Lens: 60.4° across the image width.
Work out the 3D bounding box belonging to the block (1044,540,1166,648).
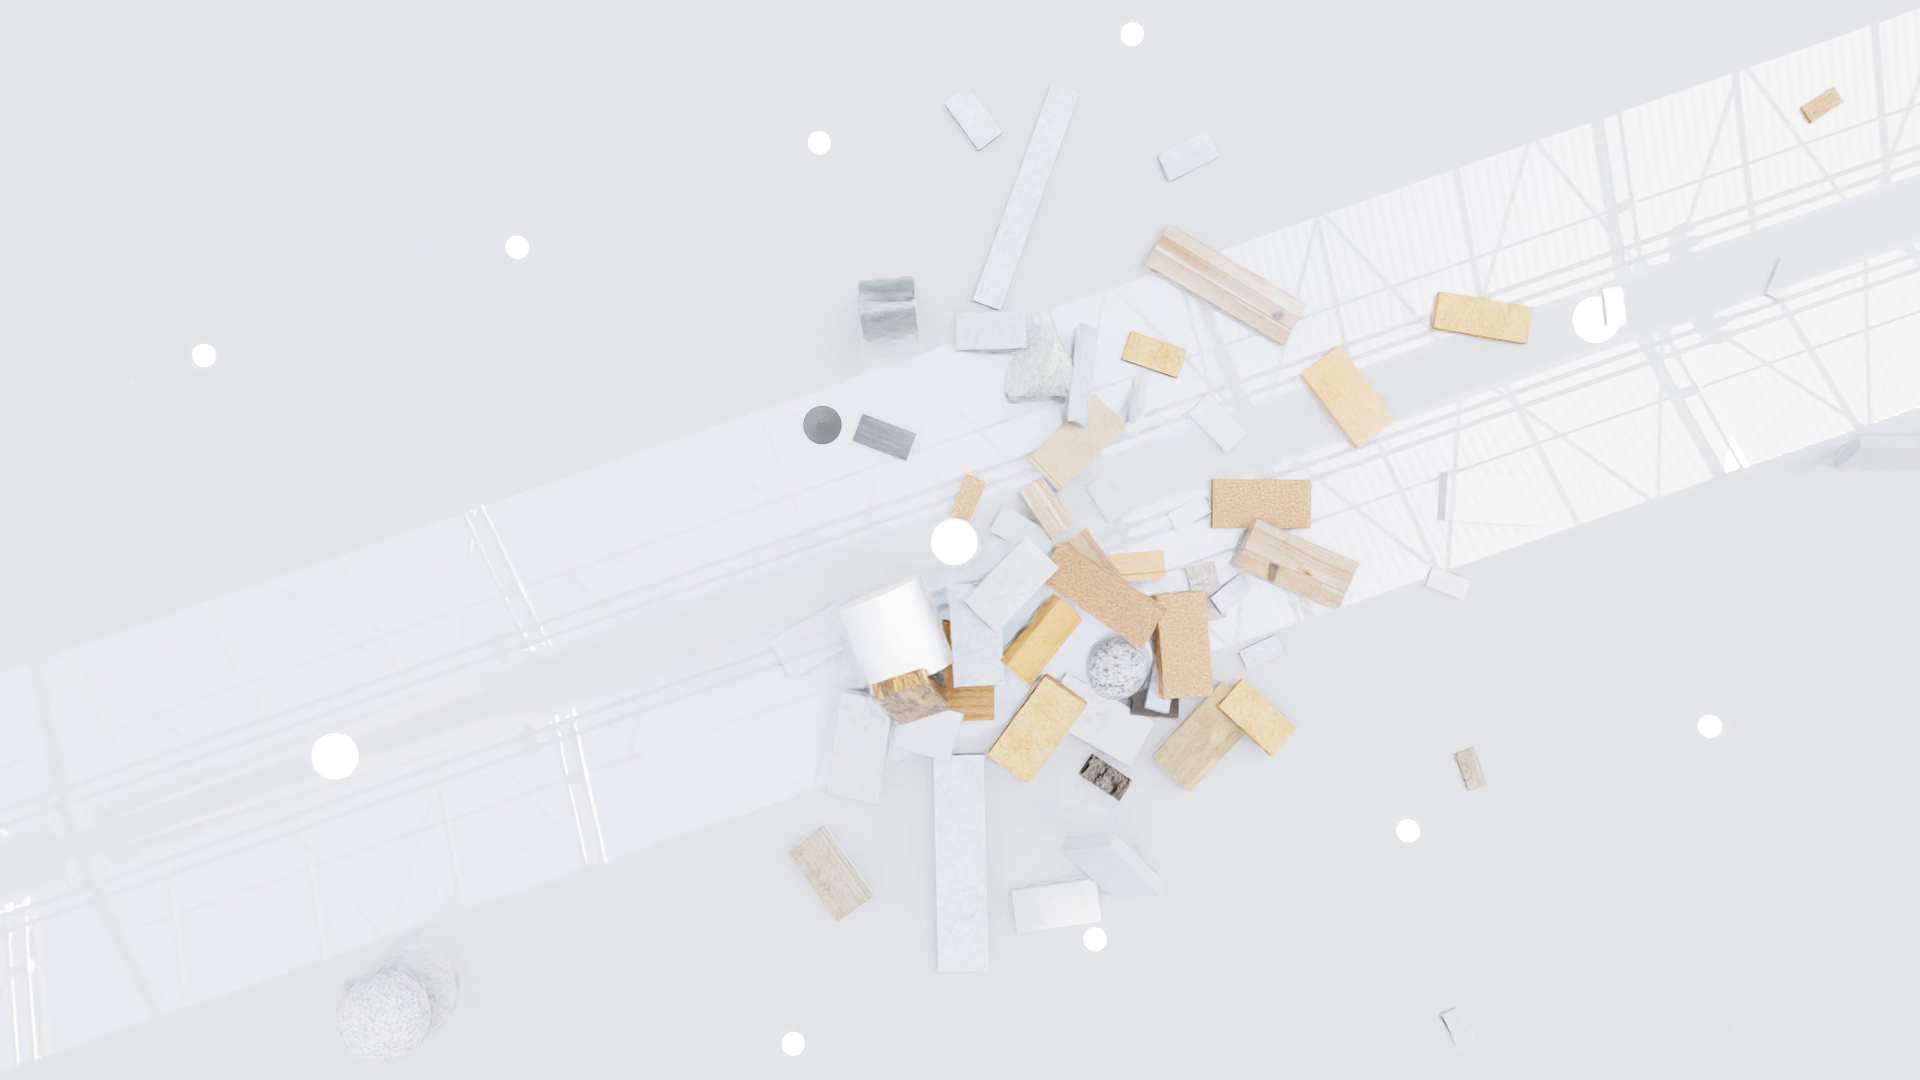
[{"bbox_3d":[0.466,0.178,5.415,0.409,0.042,0.148,34,110,11],"label":"block"}]

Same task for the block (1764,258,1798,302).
[{"bbox_3d":[2.733,-0.866,5.491,0.063,0.018,0.125,23,90,0],"label":"block"}]

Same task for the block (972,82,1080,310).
[{"bbox_3d":[0.220,-1.141,5.486,0.098,0.028,0.770,20,90,0],"label":"block"}]

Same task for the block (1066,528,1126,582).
[{"bbox_3d":[0.492,0.142,5.458,0.095,0.027,0.388,-36,92,18],"label":"block"}]

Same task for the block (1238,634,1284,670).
[{"bbox_3d":[1.003,0.373,5.490,0.136,0.019,0.068,-25,90,0],"label":"block"}]

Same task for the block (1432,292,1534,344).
[{"bbox_3d":[1.736,-0.738,5.483,0.313,0.035,0.122,10,90,0],"label":"block"}]

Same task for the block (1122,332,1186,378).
[{"bbox_3d":[0.646,-0.617,5.486,0.196,0.028,0.098,19,90,0],"label":"block"}]

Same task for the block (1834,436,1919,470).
[{"bbox_3d":[3.178,-0.288,5.416,0.523,0.162,0.046,0,68,0],"label":"block"}]

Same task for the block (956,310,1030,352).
[{"bbox_3d":[0.107,-0.688,5.441,0.245,0.035,0.122,1,90,20],"label":"block"}]

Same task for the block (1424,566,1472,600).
[{"bbox_3d":[1.624,0.144,5.490,0.136,0.019,0.068,21,90,0],"label":"block"}]

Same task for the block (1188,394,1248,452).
[{"bbox_3d":[0.855,-0.388,5.487,0.092,0.026,0.185,-45,90,0],"label":"block"}]

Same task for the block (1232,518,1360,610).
[{"bbox_3d":[1.110,0.079,5.447,0.377,0.048,0.171,23,94,-7],"label":"block"}]

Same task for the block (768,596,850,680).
[{"bbox_3d":[-0.468,0.325,5.479,0.295,0.042,0.148,-30,90,0],"label":"block"}]

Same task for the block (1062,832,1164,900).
[{"bbox_3d":[0.497,1.056,5.330,0.175,0.350,0.050,-12,47,32],"label":"block"}]

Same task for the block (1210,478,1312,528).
[{"bbox_3d":[1.000,-0.120,5.477,0.325,0.046,0.162,0,90,0],"label":"block"}]

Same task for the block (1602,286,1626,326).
[{"bbox_3d":[2.177,-0.778,5.491,0.063,0.018,0.125,-6,90,0],"label":"block"}]

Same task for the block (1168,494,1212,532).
[{"bbox_3d":[0.764,-0.090,5.491,0.131,0.019,0.066,-29,90,0],"label":"block"}]

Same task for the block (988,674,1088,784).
[{"bbox_3d":[0.255,0.622,5.438,0.167,0.047,0.334,35,104,0],"label":"block"}]

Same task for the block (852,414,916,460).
[{"bbox_3d":[-0.251,-0.341,5.486,0.191,0.027,0.095,21,90,0],"label":"block"}]

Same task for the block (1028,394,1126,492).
[{"bbox_3d":[0.388,-0.323,5.478,0.310,0.044,0.155,-45,90,0],"label":"block"}]

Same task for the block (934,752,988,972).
[{"bbox_3d":[0.003,1.069,5.476,0.167,0.047,0.715,-1,90,0],"label":"block"}]

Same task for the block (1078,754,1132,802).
[{"bbox_3d":[0.485,0.790,5.489,0.161,0.023,0.081,34,90,0],"label":"block"}]

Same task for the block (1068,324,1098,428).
[{"bbox_3d":[0.403,-0.540,5.426,0.026,0.092,0.331,0,78,32],"label":"block"}]

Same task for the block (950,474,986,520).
[{"bbox_3d":[0.026,-0.142,5.474,0.071,0.020,0.142,22,90,0],"label":"block"}]

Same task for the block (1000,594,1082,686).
[{"bbox_3d":[0.269,0.328,5.425,0.282,0.040,0.141,-51,131,-6],"label":"block"}]

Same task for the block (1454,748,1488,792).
[{"bbox_3d":[1.701,0.763,5.491,0.066,0.019,0.131,-20,90,0],"label":"block"}]

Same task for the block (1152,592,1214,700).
[{"bbox_3d":[0.733,0.345,5.430,0.171,0.048,0.341,-4,90,-13],"label":"block"}]

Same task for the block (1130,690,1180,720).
[{"bbox_3d":[0.645,0.545,5.461,0.161,0.023,0.081,7,73,-12],"label":"block"}]

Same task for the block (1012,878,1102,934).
[{"bbox_3d":[0.320,1.212,5.480,0.282,0.040,0.141,-8,90,0],"label":"block"}]

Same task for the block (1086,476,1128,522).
[{"bbox_3d":[0.489,-0.137,5.490,0.071,0.020,0.142,-33,90,0],"label":"block"}]

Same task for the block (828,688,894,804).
[{"bbox_3d":[-0.323,0.679,5.428,0.175,0.050,0.350,10,101,11],"label":"block"}]
